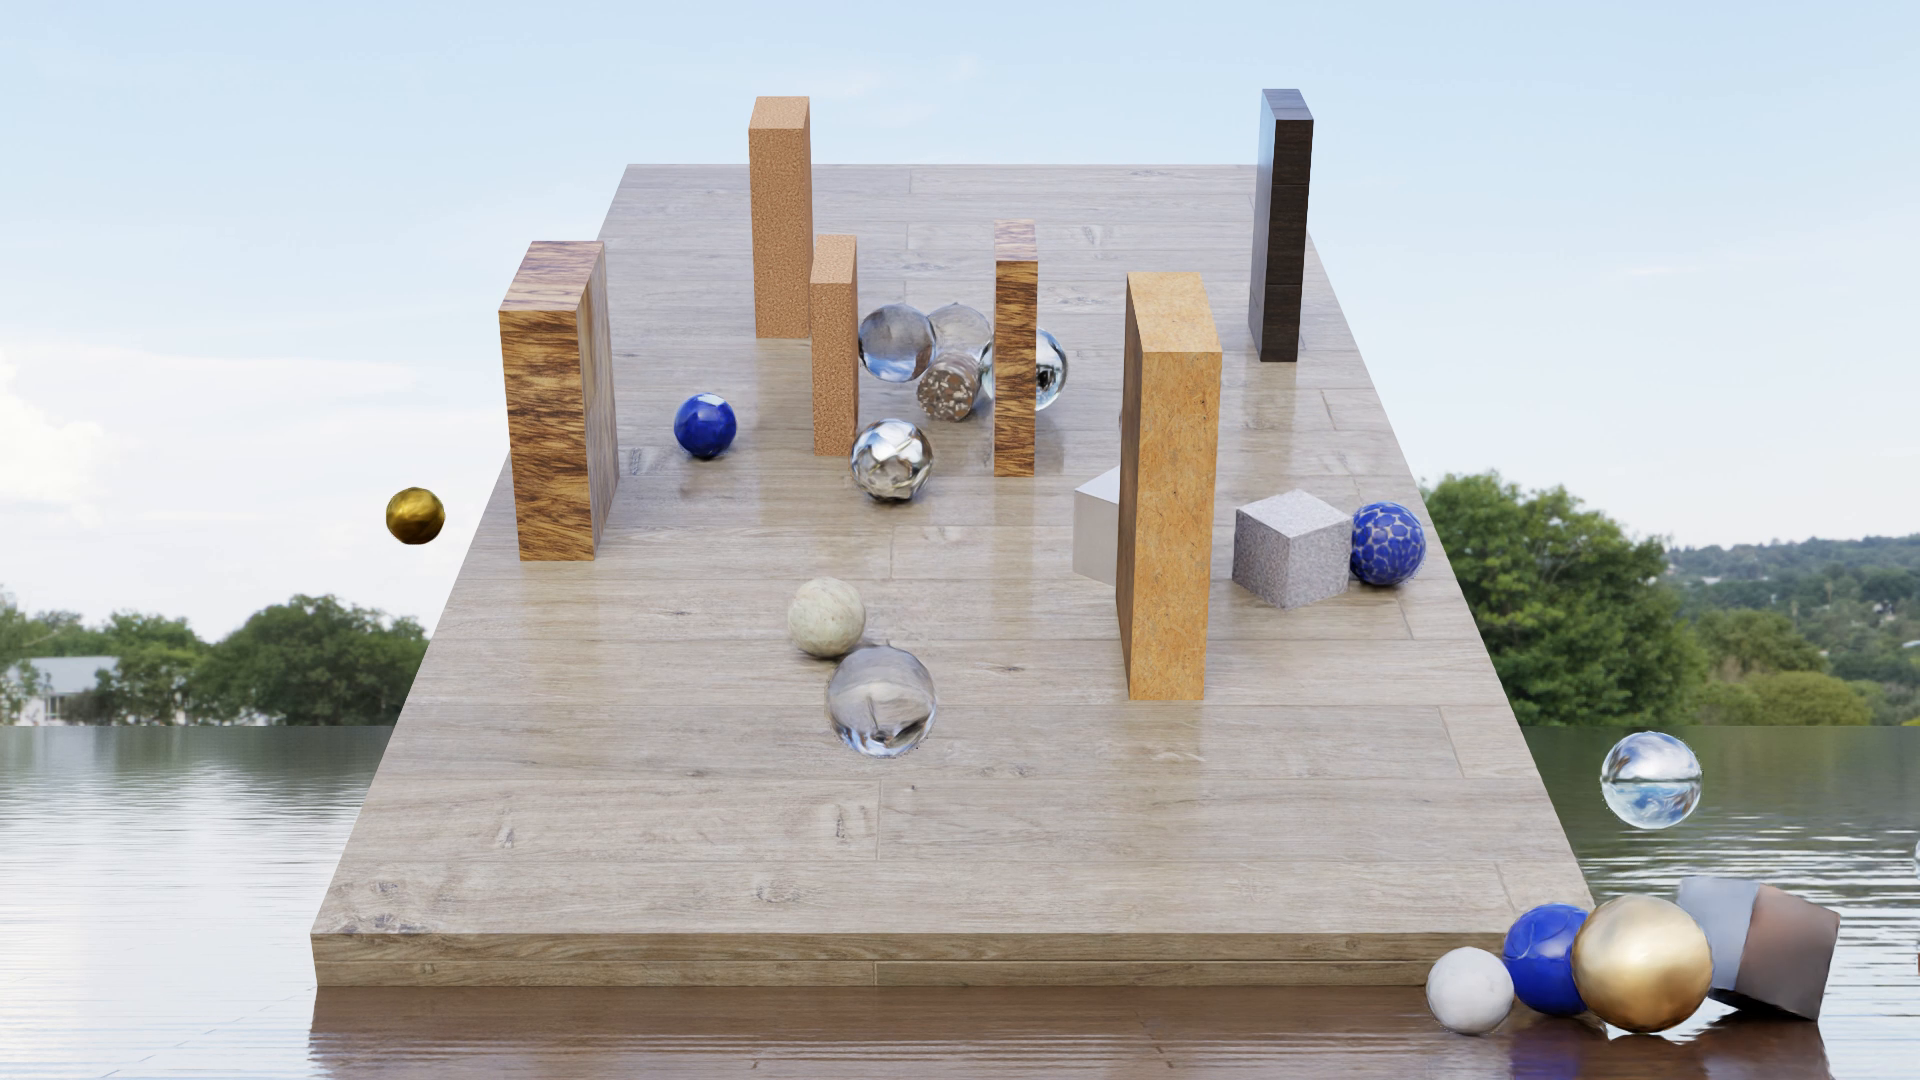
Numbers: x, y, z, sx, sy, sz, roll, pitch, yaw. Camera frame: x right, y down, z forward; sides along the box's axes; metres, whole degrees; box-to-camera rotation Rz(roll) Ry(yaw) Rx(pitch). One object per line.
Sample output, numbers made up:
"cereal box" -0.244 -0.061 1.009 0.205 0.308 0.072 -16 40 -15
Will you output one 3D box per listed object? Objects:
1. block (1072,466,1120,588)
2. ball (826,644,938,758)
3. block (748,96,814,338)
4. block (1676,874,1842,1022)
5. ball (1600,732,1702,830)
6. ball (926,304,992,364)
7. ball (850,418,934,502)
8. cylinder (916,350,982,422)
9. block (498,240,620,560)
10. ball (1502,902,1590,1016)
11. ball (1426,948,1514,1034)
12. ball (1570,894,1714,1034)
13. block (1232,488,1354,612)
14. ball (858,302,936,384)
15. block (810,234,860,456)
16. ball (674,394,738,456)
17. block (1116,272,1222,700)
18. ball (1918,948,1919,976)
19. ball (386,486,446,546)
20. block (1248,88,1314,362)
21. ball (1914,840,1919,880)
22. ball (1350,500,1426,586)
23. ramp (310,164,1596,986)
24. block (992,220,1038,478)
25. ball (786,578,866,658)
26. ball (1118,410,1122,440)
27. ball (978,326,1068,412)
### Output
"block" 0.354 -0.023 4.714 0.182 0.182 0.182 20 32 35
"ball" -0.137 0.279 4.083 0.194 0.194 0.194 0 -4 0
"block" -0.444 -0.810 5.912 0.132 0.538 0.289 0 26 0
"block" 1.104 0.569 3.299 0.153 0.153 0.153 22 -12 -21
"ball" 1.218 0.424 4.156 0.172 0.172 0.172 0 -4 0
"ball" -0.010 -0.475 5.636 0.181 0.181 0.181 0 -4 0
"ball" -0.145 -0.170 5.017 0.177 0.177 0.177 0 -4 0
"cylinder" -0.023 -0.357 5.453 0.130 0.130 0.130 -1 25 13
"block" -0.817 -0.291 4.848 0.150 0.540 0.415 0 26 0
"ball" 0.841 0.589 3.308 0.157 0.157 0.157 0 -4 0
"ball" 0.675 0.597 3.121 0.113 0.113 0.113 0 -4 0
"ball" 0.905 0.563 3.132 0.182 0.182 0.182 0 -4 0
"block" 0.655 0.020 4.652 0.162 0.162 0.162 -16 30 -30
"ball" -0.148 -0.460 5.515 0.187 0.187 0.187 0 -4 0
"block" -0.280 -0.441 5.309 0.089 0.407 0.324 0 26 0
"ball" -0.565 -0.256 5.231 0.140 0.140 0.140 0 -4 0
"block" 0.375 -0.101 4.311 0.134 0.678 0.400 0 26 0
"ball" 1.364 0.565 3.123 0.177 0.177 0.177 0 -4 0
"ball" -1.214 -0.053 5.256 0.131 0.131 0.131 0 -4 0
"block" 0.780 -0.767 5.753 0.090 0.607 0.271 0 26 0
"ball" 2.238 0.721 5.276 0.193 0.193 0.193 0 -4 0
"ball" 0.839 0.006 4.671 0.167 0.167 0.167 0 -4 0
"ramp" -0.010 -0.229 5.452 2.000 0.100 4.000 0 26 0
"block" 0.118 -0.421 5.167 0.087 0.498 0.274 0 26 0
"ball" -0.249 0.144 4.407 0.149 0.149 0.149 0 -4 0
"ball" 0.439 -0.252 5.184 0.181 0.181 0.181 0 -4 0
"ball" 0.146 -0.395 5.446 0.206 0.206 0.206 0 -4 0
